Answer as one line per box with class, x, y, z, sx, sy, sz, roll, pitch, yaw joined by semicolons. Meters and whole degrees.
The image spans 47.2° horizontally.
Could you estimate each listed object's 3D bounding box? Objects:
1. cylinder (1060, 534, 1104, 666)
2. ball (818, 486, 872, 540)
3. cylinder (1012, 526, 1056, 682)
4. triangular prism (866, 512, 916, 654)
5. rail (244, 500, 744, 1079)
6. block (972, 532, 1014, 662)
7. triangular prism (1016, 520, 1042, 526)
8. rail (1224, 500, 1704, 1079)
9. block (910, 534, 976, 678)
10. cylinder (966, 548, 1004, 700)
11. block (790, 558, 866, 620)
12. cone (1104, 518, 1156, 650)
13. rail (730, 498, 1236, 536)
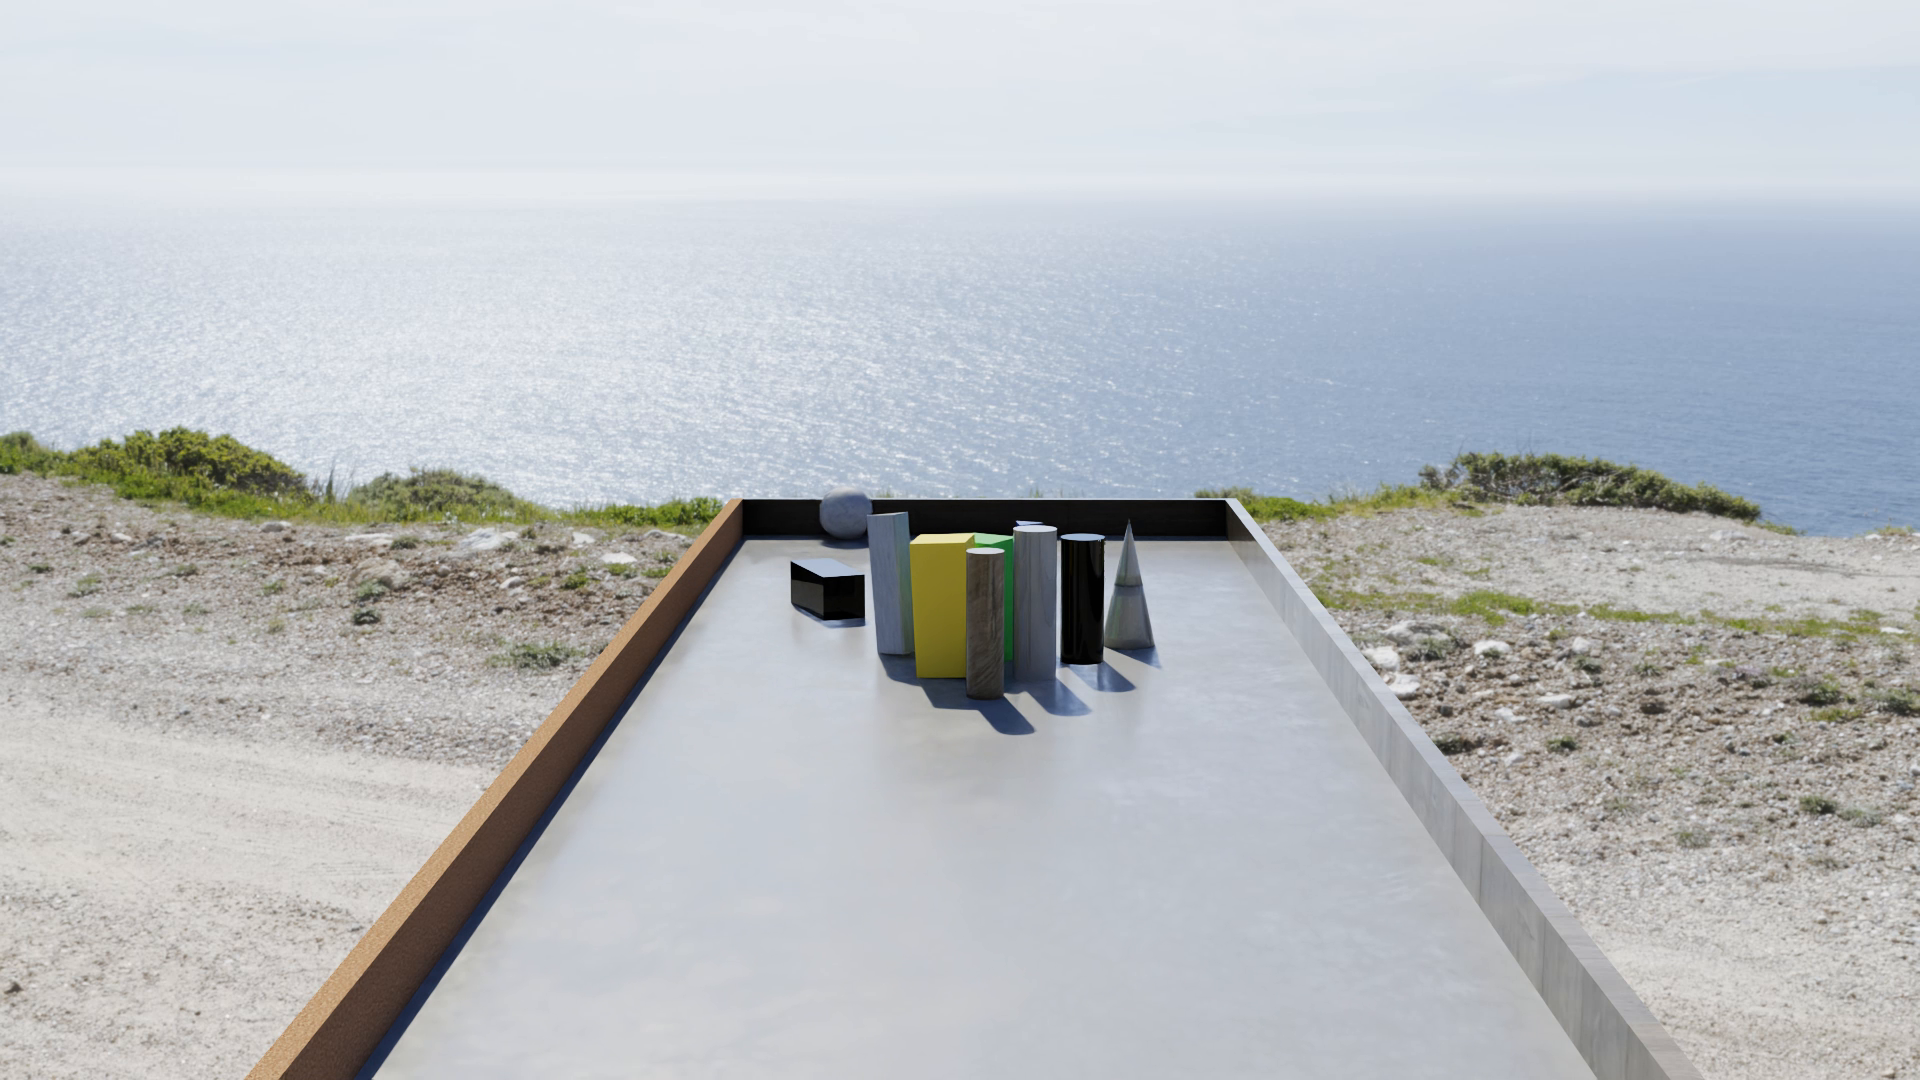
cylinder;0.371;0.179;6.665;0.133;0.380;0.133;0;9;0
ball;-0.470;-0.111;9.006;0.220;0.220;0.220;0;9;0
cylinder;0.218;0.185;6.429;0.128;0.442;0.128;0;9;0
triangular prism;-0.188;0.131;6.781;0.110;0.427;0.127;-7;4;-42
rail;-1.004;0.839;3.234;0.050;0.150;12.000;0;9;1
block;0.067;0.180;6.672;0.156;0.375;0.156;6;11;32
triangular prism;0.201;0.134;6.946;0.089;0.382;0.077;-6;11;-36
rail;1.046;0.843;3.208;0.050;0.150;12.000;0;9;1
block;-0.042;0.193;6.488;0.164;0.399;0.164;-1;9;11
cylinder;0.071;0.236;6.189;0.107;0.417;0.107;0;9;0
block;-0.453;0.166;7.492;0.147;0.147;0.357;-4;10;-22
cone;0.529;0.130;6.904;0.173;0.402;0.173;0;9;0
rail;0.099;-0.098;9.147;2.100;0.150;0.050;0;9;1
